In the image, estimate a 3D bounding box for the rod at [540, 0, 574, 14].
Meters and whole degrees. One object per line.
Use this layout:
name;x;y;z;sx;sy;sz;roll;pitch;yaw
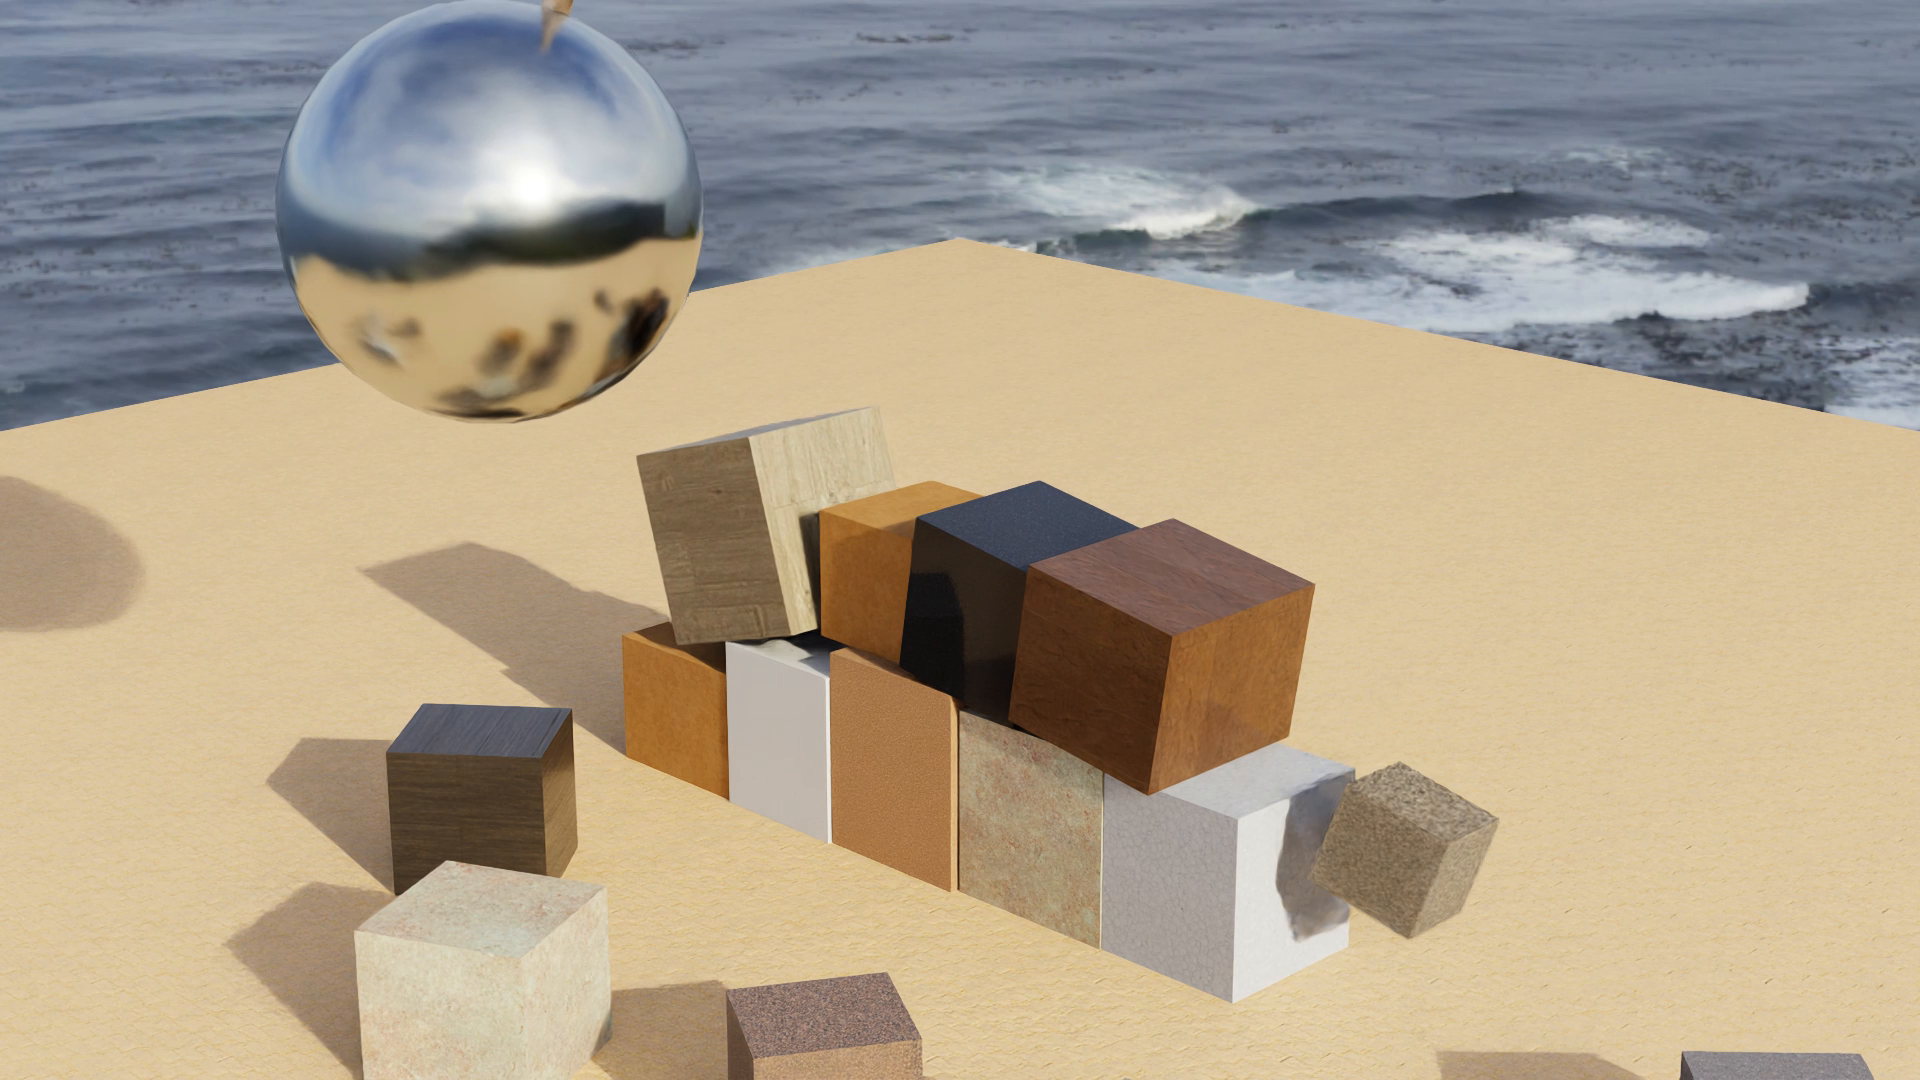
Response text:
rod;-0.768;-4.485;11.127;0.080;5.200;0.080;17;-1;42

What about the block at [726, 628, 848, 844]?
block;-0.572;0.870;14.199;0.843;0.826;0.712;-17;24;-42

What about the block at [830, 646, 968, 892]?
block;-0.023;0.970;13.672;0.836;0.952;0.794;-17;24;-42

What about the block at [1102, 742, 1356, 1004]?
block;1.150;1.374;12.592;0.781;0.828;0.736;-17;24;-42

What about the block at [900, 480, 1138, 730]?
block;0.297;0.275;13.085;0.715;0.741;0.797;27;31;38

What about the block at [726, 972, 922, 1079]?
block;-0.508;2.029;10.918;0.622;0.583;0.572;-4;18;-14

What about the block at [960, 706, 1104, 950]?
block;0.582;1.181;13.123;0.857;0.878;0.792;17;24;42

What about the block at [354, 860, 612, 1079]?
block;-1.874;1.764;11.608;0.724;0.674;0.714;6;19;19

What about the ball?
ball;-1.772;-1.237;11.096;1.600;1.600;1.600;0;17;0

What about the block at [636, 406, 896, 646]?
block;-0.887;-0.066;14.229;0.817;0.949;0.903;-16;6;-41

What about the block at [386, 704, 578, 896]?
block;-2.172;1.191;13.395;0.704;0.695;0.623;2;18;5

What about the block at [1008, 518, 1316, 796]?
block;0.864;0.483;12.613;0.811;0.740;0.944;27;30;38

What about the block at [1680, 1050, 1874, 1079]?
block;2.928;2.206;10.413;0.642;0.548;0.600;1;17;2

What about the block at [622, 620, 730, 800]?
block;-1.124;0.791;14.739;0.784;0.652;0.815;-17;24;-42

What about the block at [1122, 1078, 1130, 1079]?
block;0.634;2.306;10.043;0.554;0.579;0.667;11;20;31

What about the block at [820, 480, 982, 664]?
block;-0.177;0.149;13.667;0.707;0.616;0.629;-16;24;-41

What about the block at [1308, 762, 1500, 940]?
block;1.823;1.268;12.035;0.495;0.455;0.481;30;23;28
